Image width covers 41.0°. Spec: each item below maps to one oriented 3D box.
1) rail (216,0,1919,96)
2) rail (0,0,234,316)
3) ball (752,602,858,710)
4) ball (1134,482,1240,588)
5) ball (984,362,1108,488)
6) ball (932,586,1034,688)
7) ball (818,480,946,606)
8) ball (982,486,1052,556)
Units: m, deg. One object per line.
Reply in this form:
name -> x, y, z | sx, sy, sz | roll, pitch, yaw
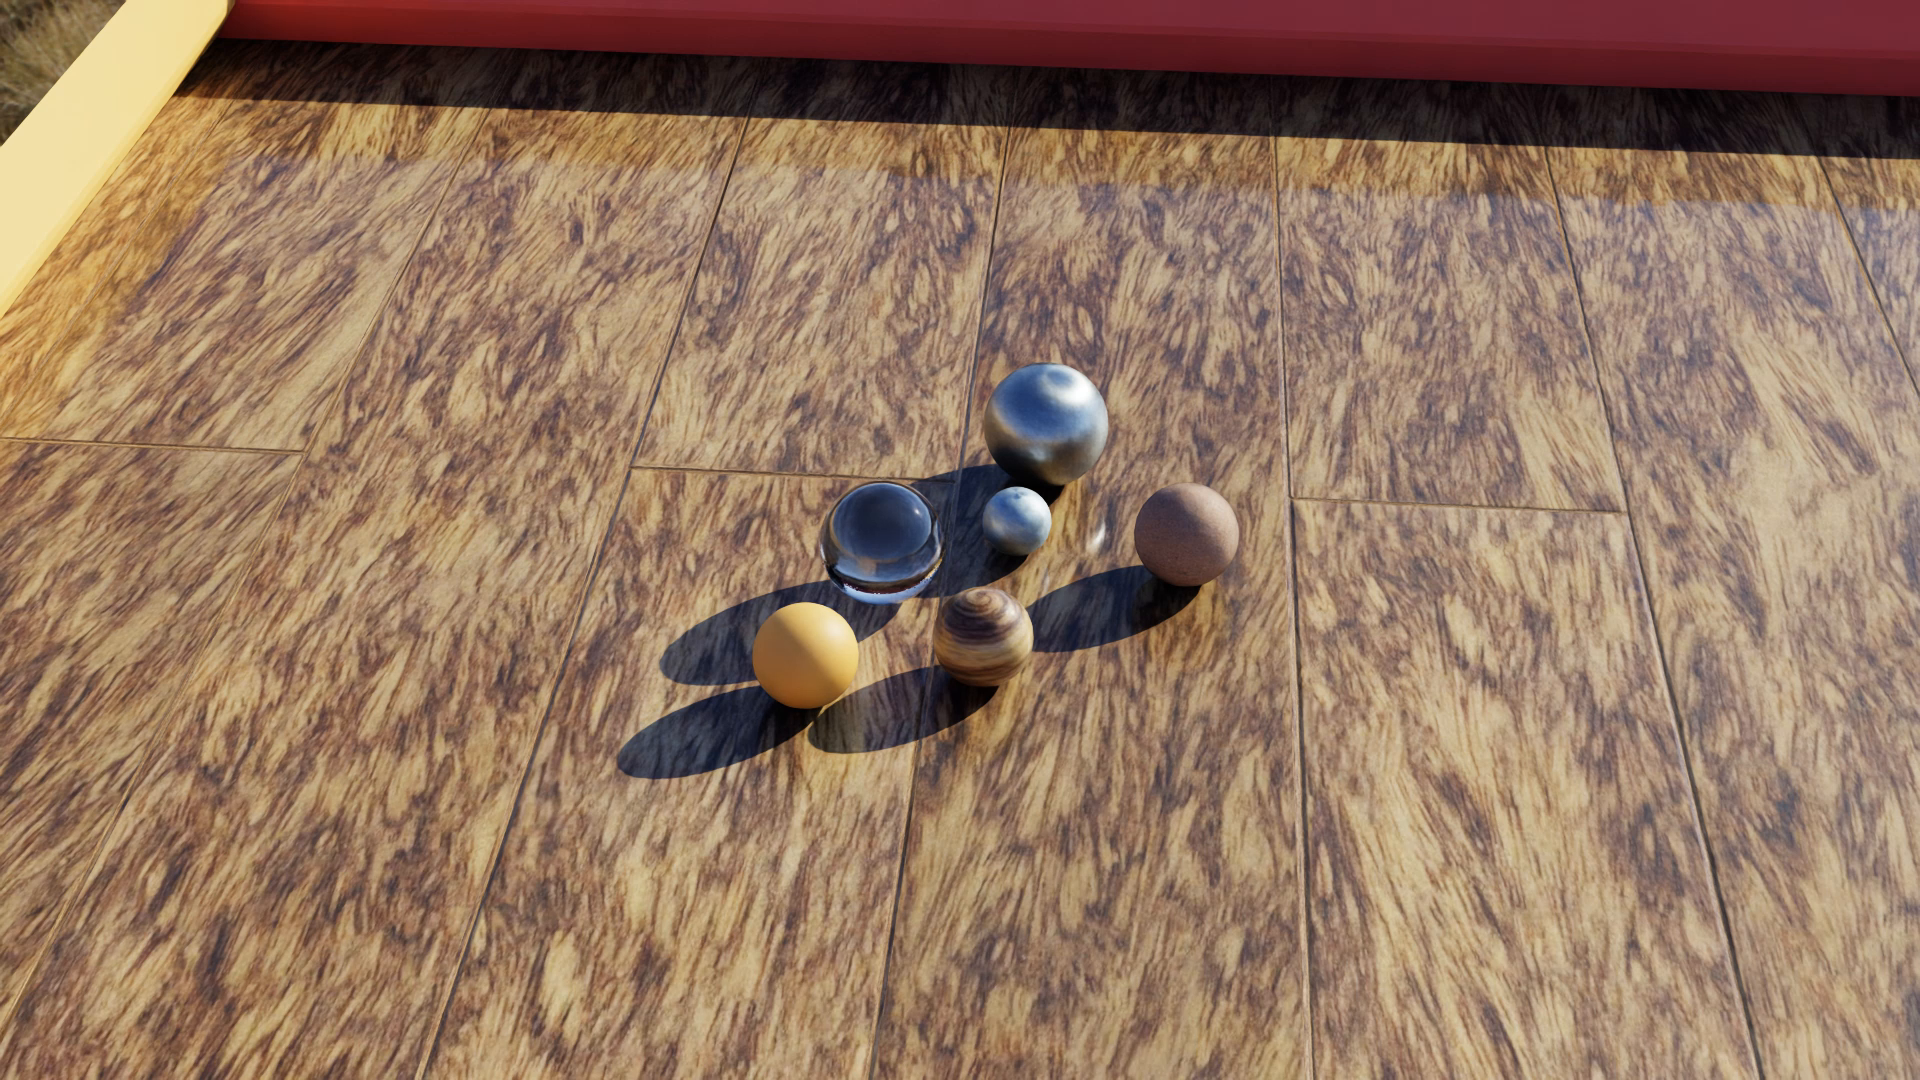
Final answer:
rail -> 0.895, -0.469, 2.433 | 3.315, 0.122, 0.045 | 3, 35, 4
rail -> -0.802, -0.058, 1.849 | 0.045, 0.122, 1.747 | 3, 35, 4
ball -> -0.103, 0.077, 1.704 | 0.071, 0.071, 0.071 | 0, 35, 0
ball -> 0.160, -0.004, 1.815 | 0.074, 0.074, 0.074 | 0, 35, 0
ball -> 0.064, -0.086, 1.915 | 0.094, 0.094, 0.094 | 0, 35, 0
ball -> 0.015, 0.065, 1.723 | 0.068, 0.068, 0.068 | 0, 35, 0
ball -> -0.054, 0.002, 1.795 | 0.088, 0.088, 0.088 | 0, 35, 0
ball -> 0.041, -0.013, 1.850 | 0.050, 0.050, 0.050 | 0, 35, 0
